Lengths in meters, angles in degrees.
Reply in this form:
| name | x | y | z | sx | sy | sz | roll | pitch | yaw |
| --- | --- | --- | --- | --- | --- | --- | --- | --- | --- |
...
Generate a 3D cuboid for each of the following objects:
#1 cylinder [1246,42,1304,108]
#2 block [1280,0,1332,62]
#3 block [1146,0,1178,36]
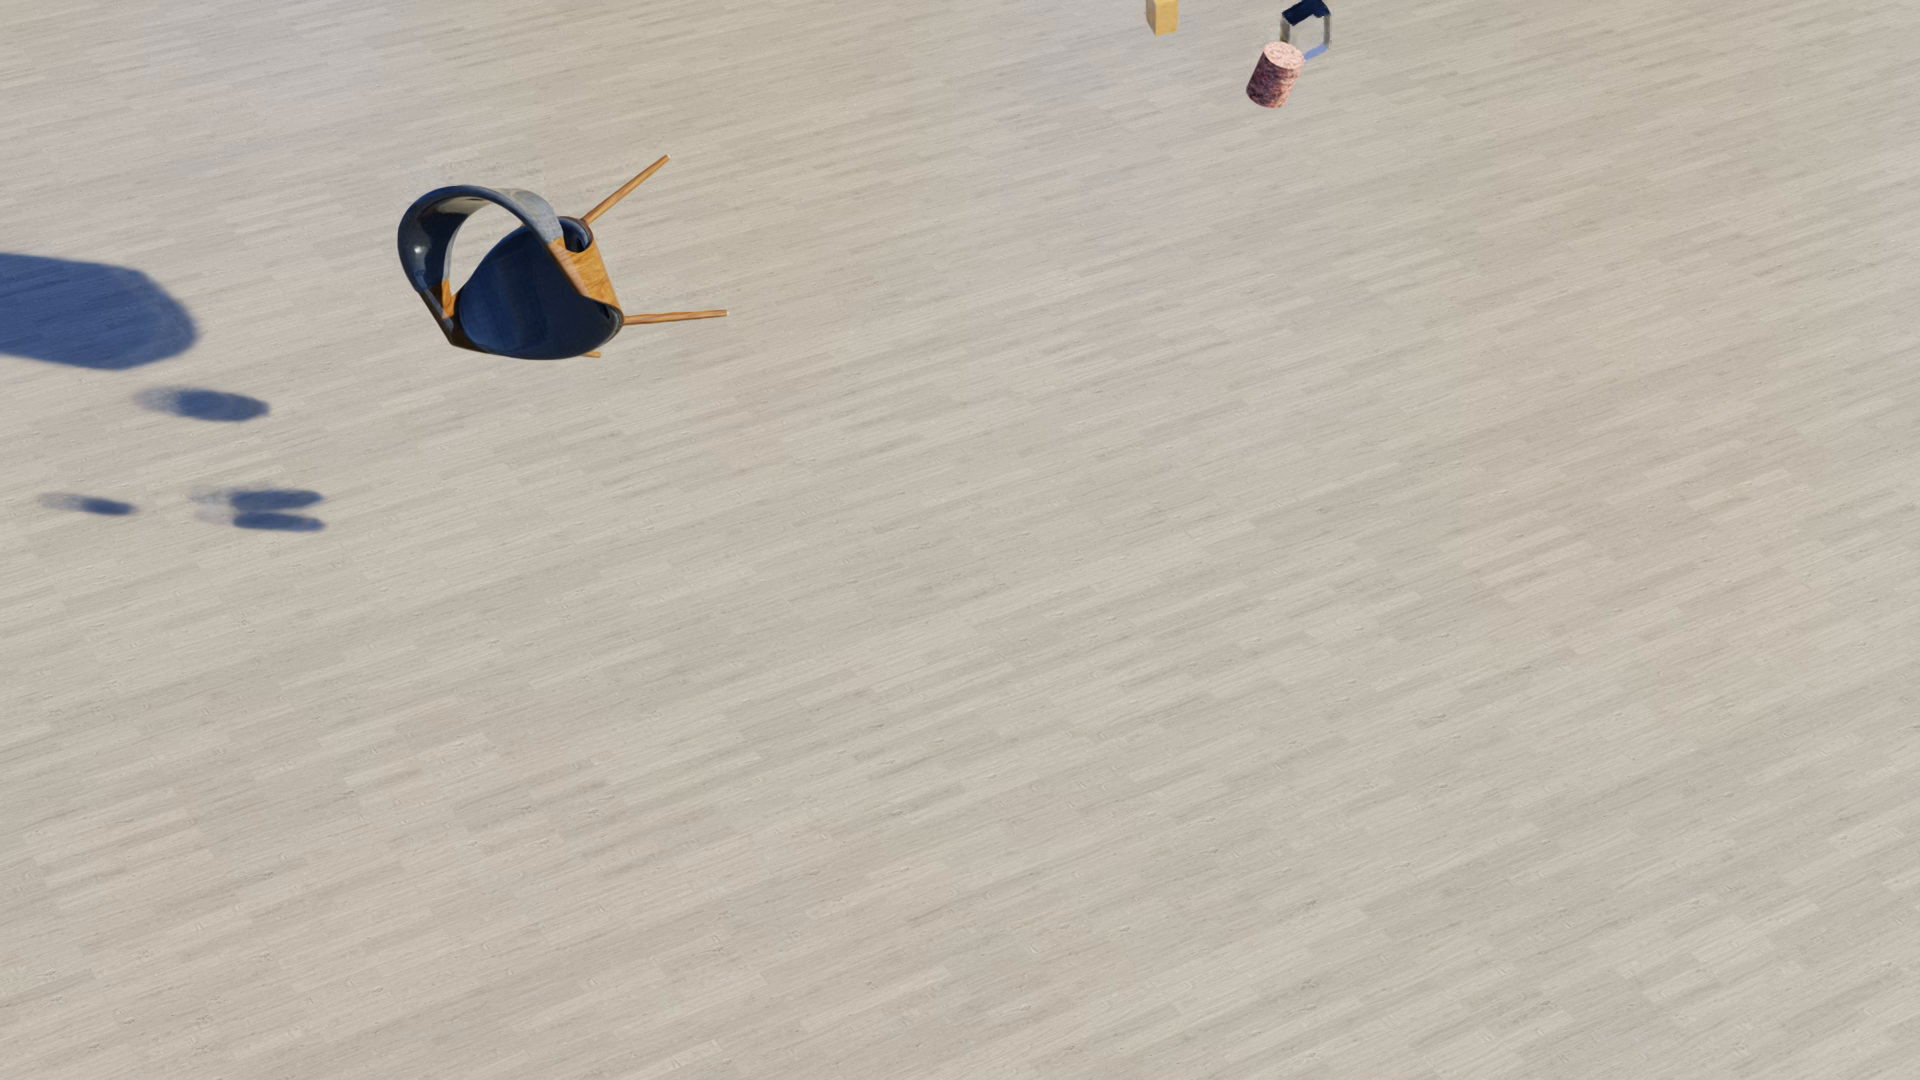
| name | x | y | z | sx | sy | sz | roll | pitch | yaw |
| --- | --- | --- | --- | --- | --- | --- | --- | --- | --- |
| cylinder | 0.965 | -1.423 | 8.977 | 0.131 | 0.164 | 0.120 | 5 | 50 | -16 |
| block | 1.062 | -1.566 | 9.025 | 0.125 | 0.194 | 0.085 | -31 | 66 | -11 |
| block | 0.611 | -1.604 | 8.878 | 0.069 | 0.111 | 0.094 | -10 | 43 | -10 |
